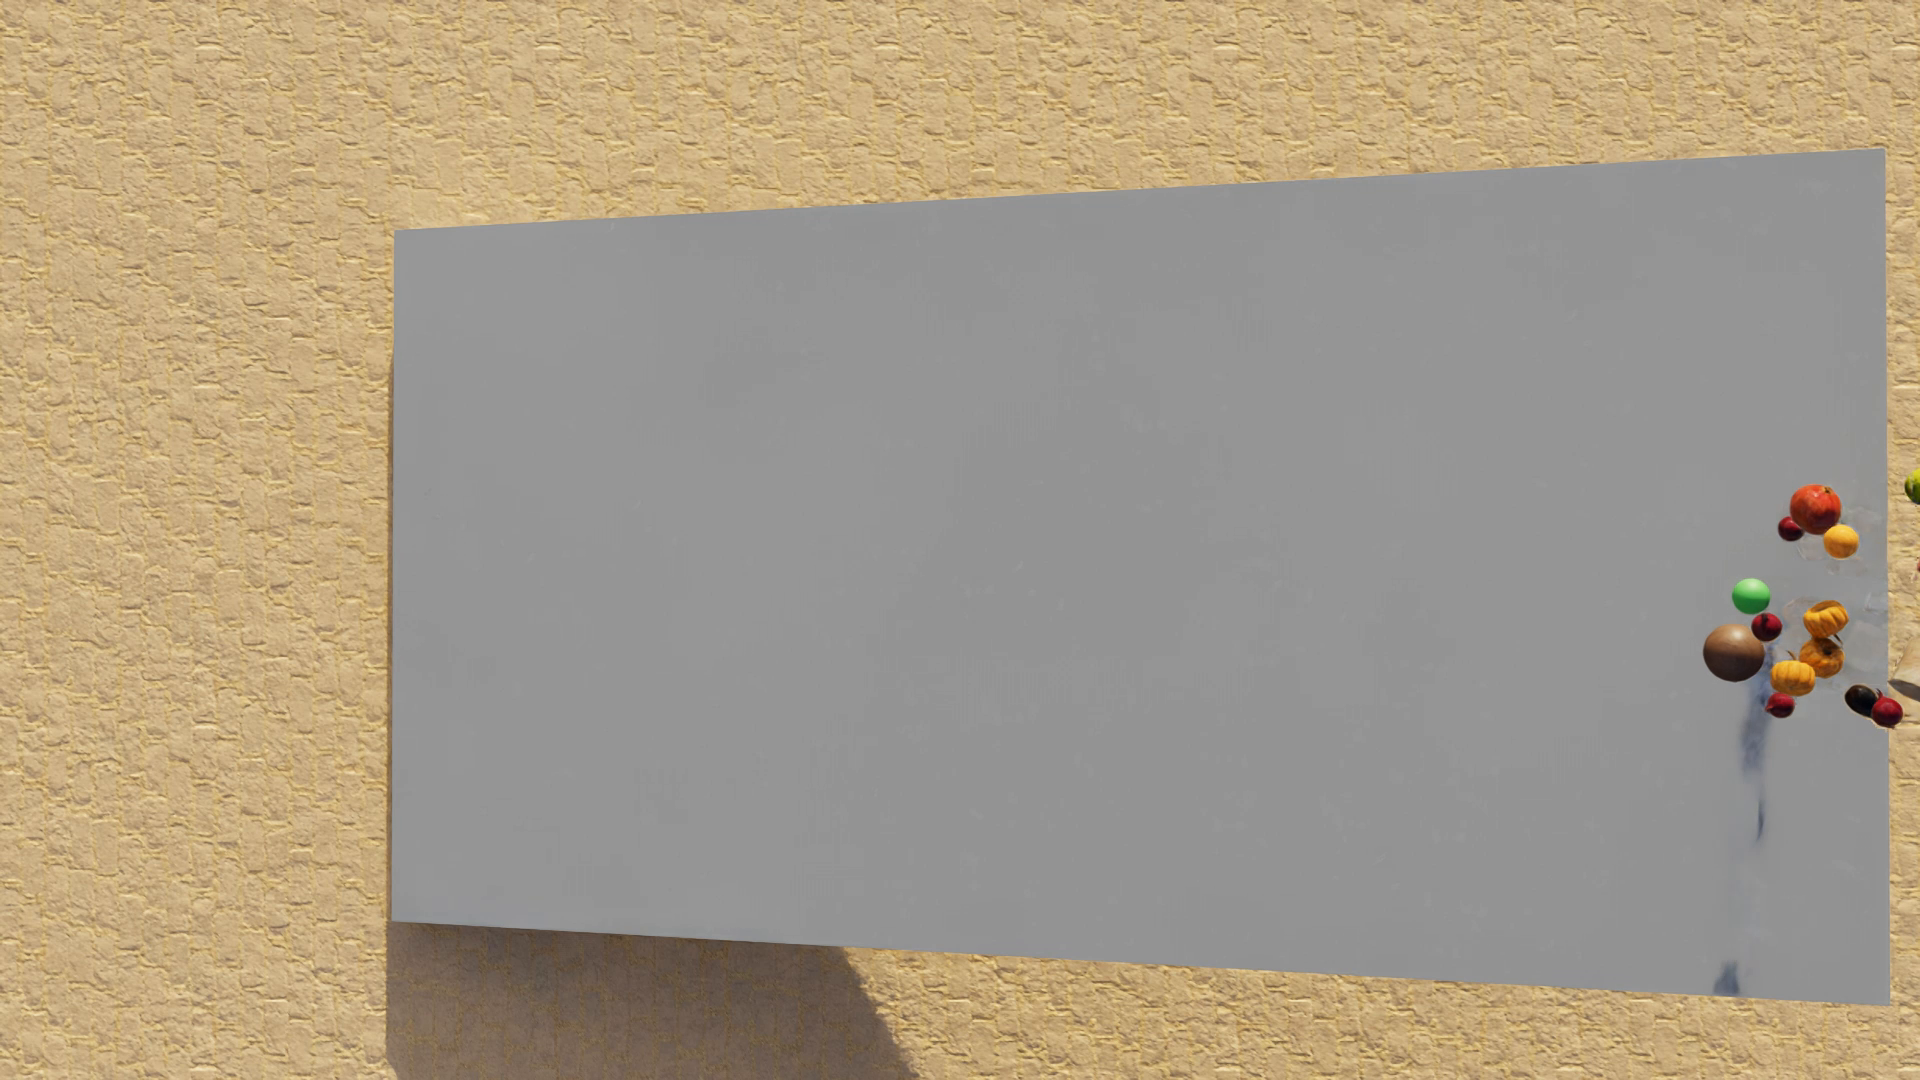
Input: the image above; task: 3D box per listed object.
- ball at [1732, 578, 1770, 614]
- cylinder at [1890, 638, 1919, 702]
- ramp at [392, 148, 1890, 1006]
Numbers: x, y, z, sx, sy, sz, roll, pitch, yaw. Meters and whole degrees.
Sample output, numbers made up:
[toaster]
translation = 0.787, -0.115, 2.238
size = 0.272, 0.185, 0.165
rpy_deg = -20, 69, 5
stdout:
[ball]
translation = 1.709, 0.122, 4.748
size = 0.078, 0.078, 0.078
rpy_deg = 0, 89, 0
[cylinder]
translation = 1.941, 0.264, 4.427
size = 0.099, 0.099, 0.099
rpy_deg = 29, 81, 0
[ramp]
translation = 0.276, 0.093, 5.791
size = 4.000, 0.100, 2.000
rpy_deg = 0, 89, 18
